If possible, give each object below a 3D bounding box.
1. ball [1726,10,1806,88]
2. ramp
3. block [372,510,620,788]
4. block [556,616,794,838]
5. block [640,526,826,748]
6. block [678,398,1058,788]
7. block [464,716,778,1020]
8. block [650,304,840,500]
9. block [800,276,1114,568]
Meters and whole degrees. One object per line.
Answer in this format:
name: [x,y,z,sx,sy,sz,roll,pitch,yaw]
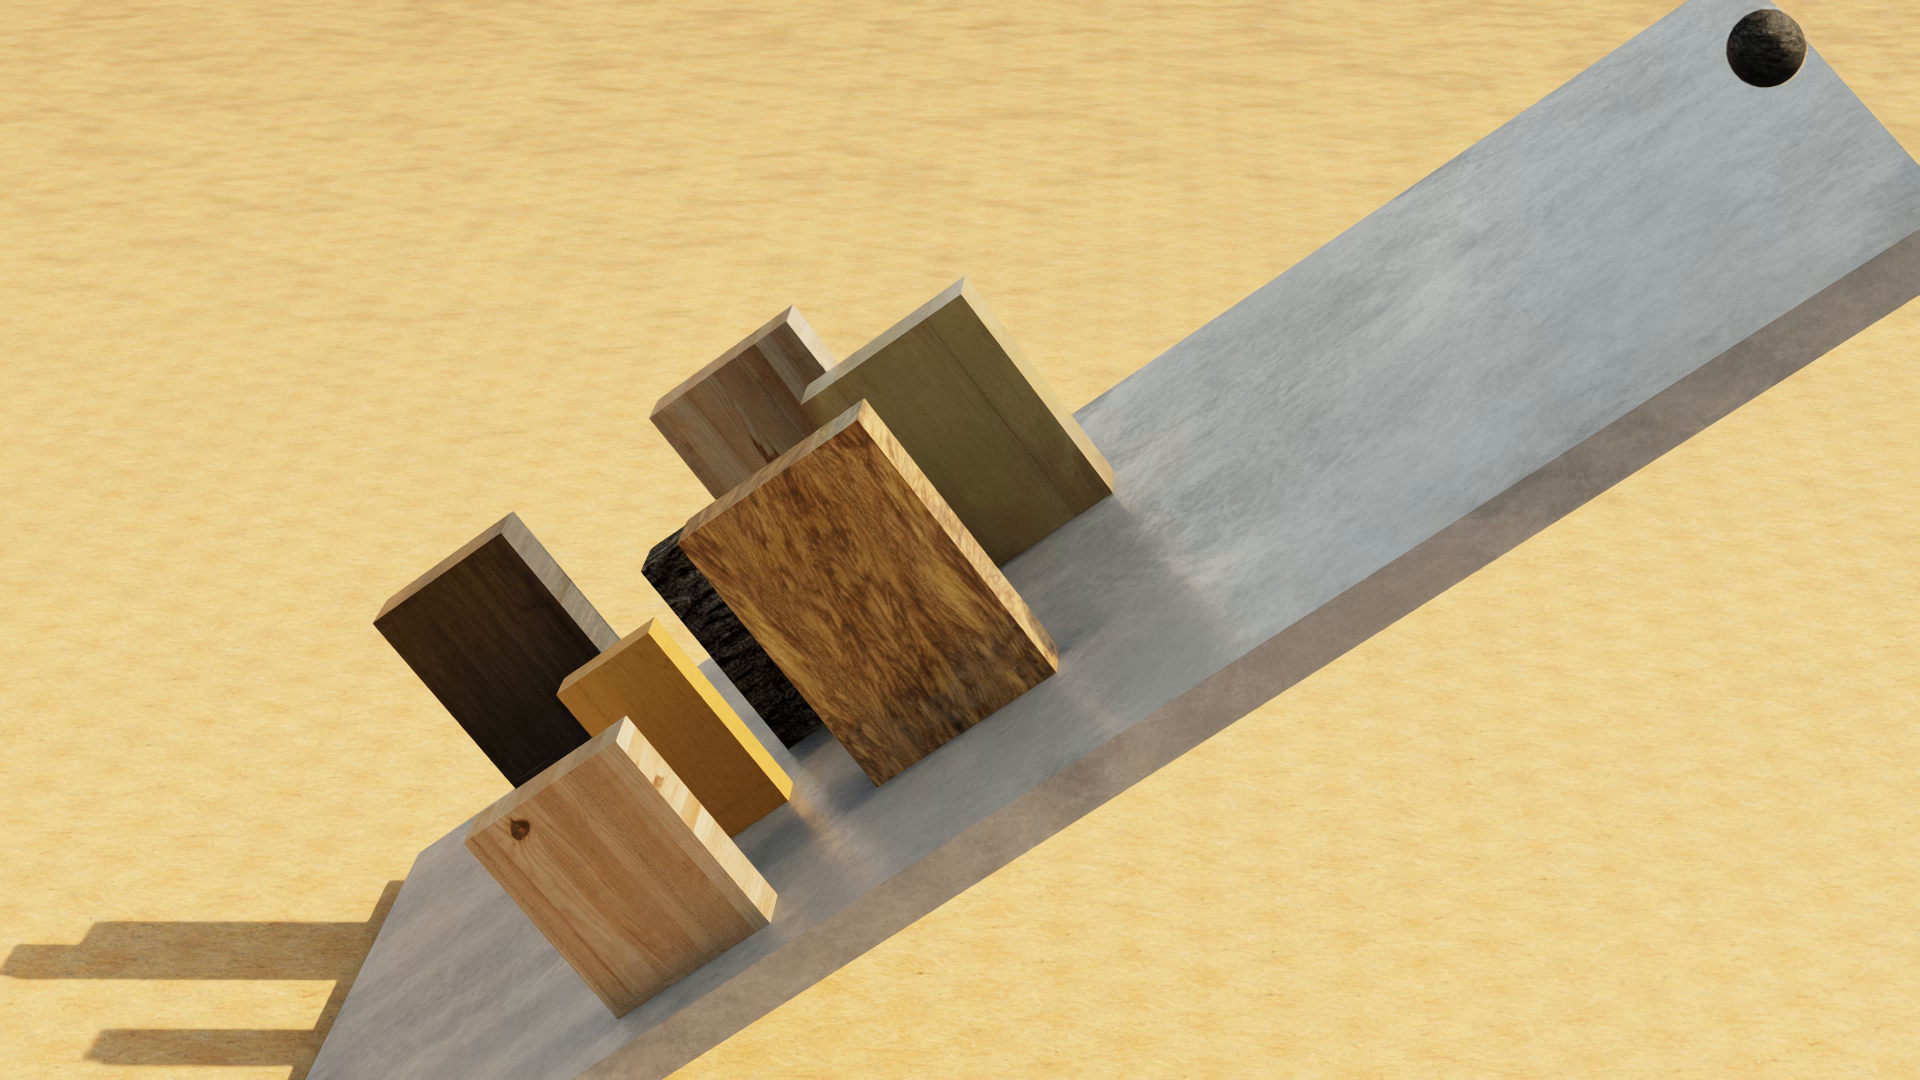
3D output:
ball: [1.498,-0.914,5.466,0.143,0.143,0.143,0,22,0]
ramp: [0.131,0.177,6.317,4.000,0.100,2.000,-34,16,16]
block: [-1.044,0.314,7.140,0.406,0.657,0.143,-34,16,16]
block: [-0.597,0.419,6.185,0.248,0.471,0.084,-34,16,16]
block: [-0.394,0.150,6.408,0.337,0.518,0.128,-34,16,16]
block: [-0.176,0.110,5.796,0.443,0.644,0.125,-34,16,16]
block: [-0.653,0.637,5.688,0.380,0.473,0.112,-34,16,16]
block: [-0.378,-0.183,7.093,0.418,0.641,0.131,-34,16,16]
block: [-0.003,-0.224,6.520,0.441,0.560,0.135,-34,16,16]
